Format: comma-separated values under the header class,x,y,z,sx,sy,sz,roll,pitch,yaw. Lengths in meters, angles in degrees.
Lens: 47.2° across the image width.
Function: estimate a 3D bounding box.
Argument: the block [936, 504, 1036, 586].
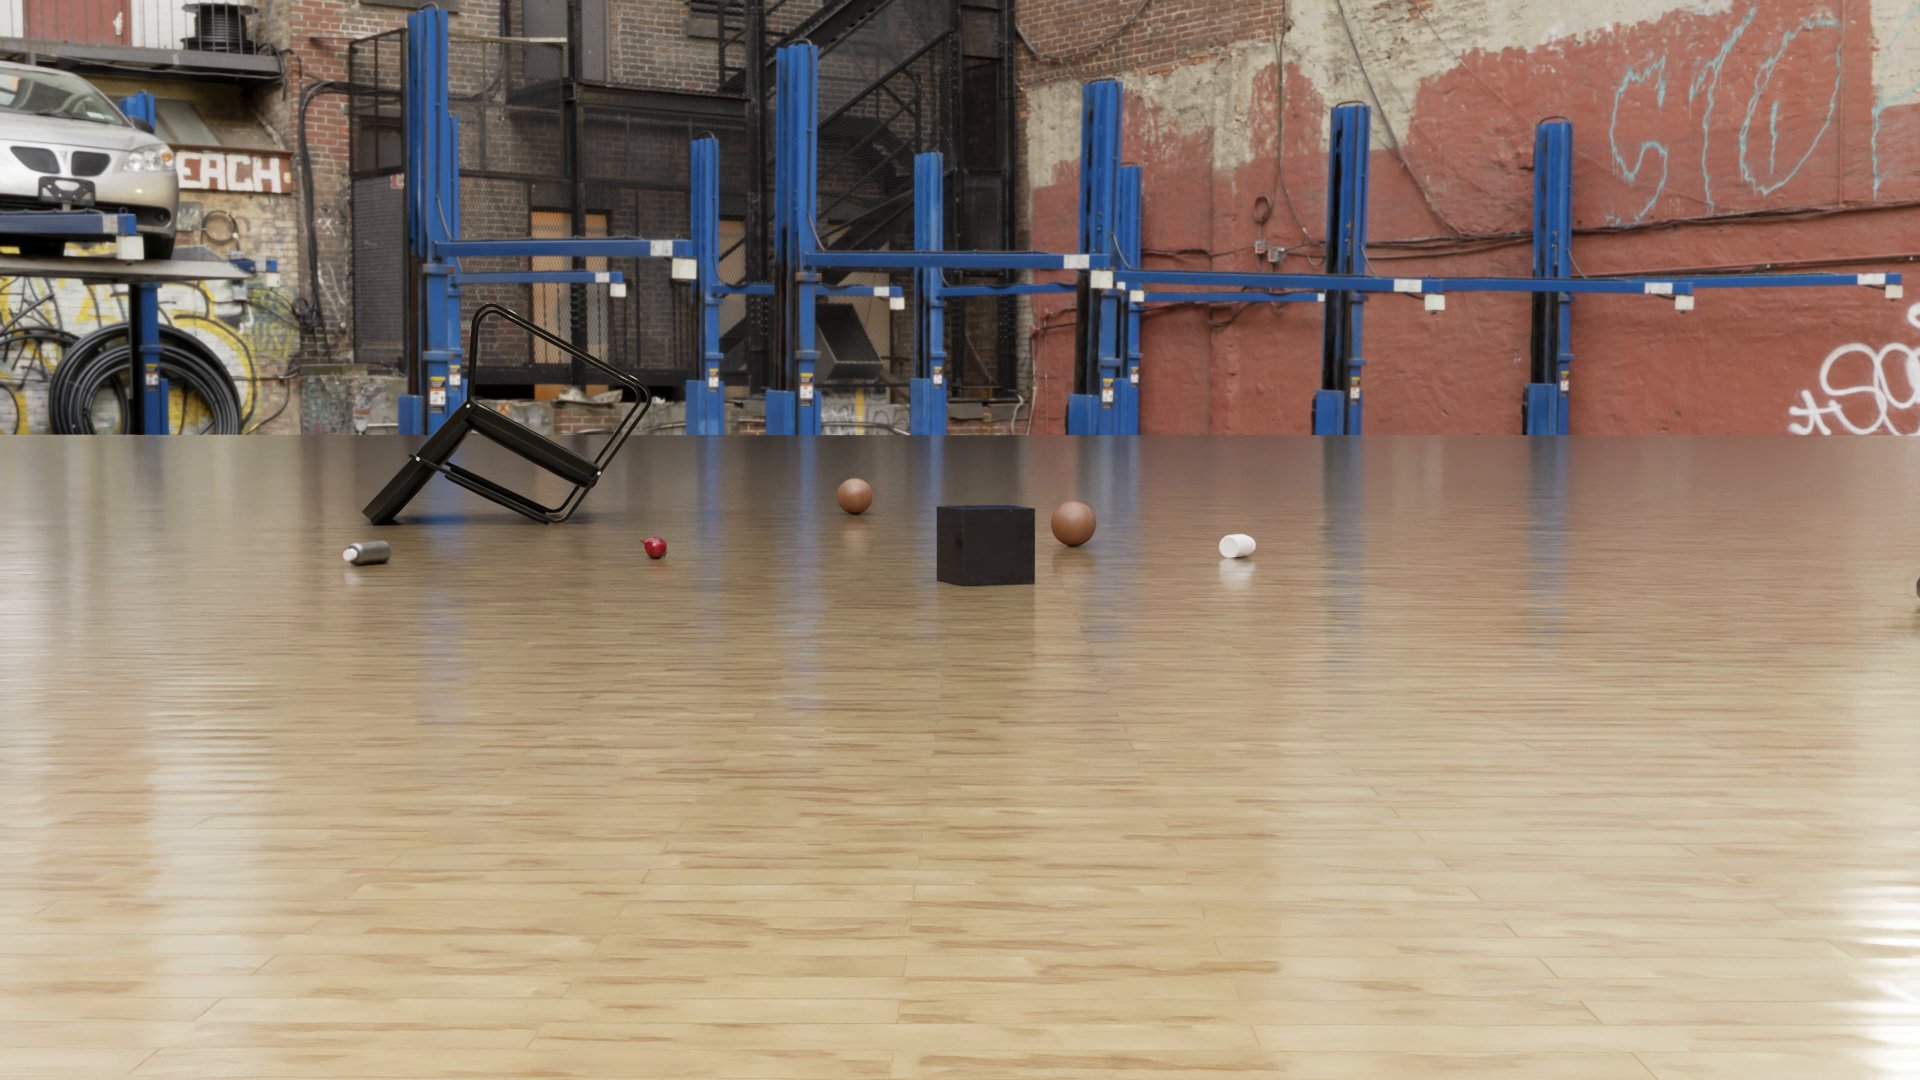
class,x,y,z,sx,sy,sz,roll,pitch,yaw
block,0.059,0.011,5.106,0.180,0.175,0.160,-2,4,-22
